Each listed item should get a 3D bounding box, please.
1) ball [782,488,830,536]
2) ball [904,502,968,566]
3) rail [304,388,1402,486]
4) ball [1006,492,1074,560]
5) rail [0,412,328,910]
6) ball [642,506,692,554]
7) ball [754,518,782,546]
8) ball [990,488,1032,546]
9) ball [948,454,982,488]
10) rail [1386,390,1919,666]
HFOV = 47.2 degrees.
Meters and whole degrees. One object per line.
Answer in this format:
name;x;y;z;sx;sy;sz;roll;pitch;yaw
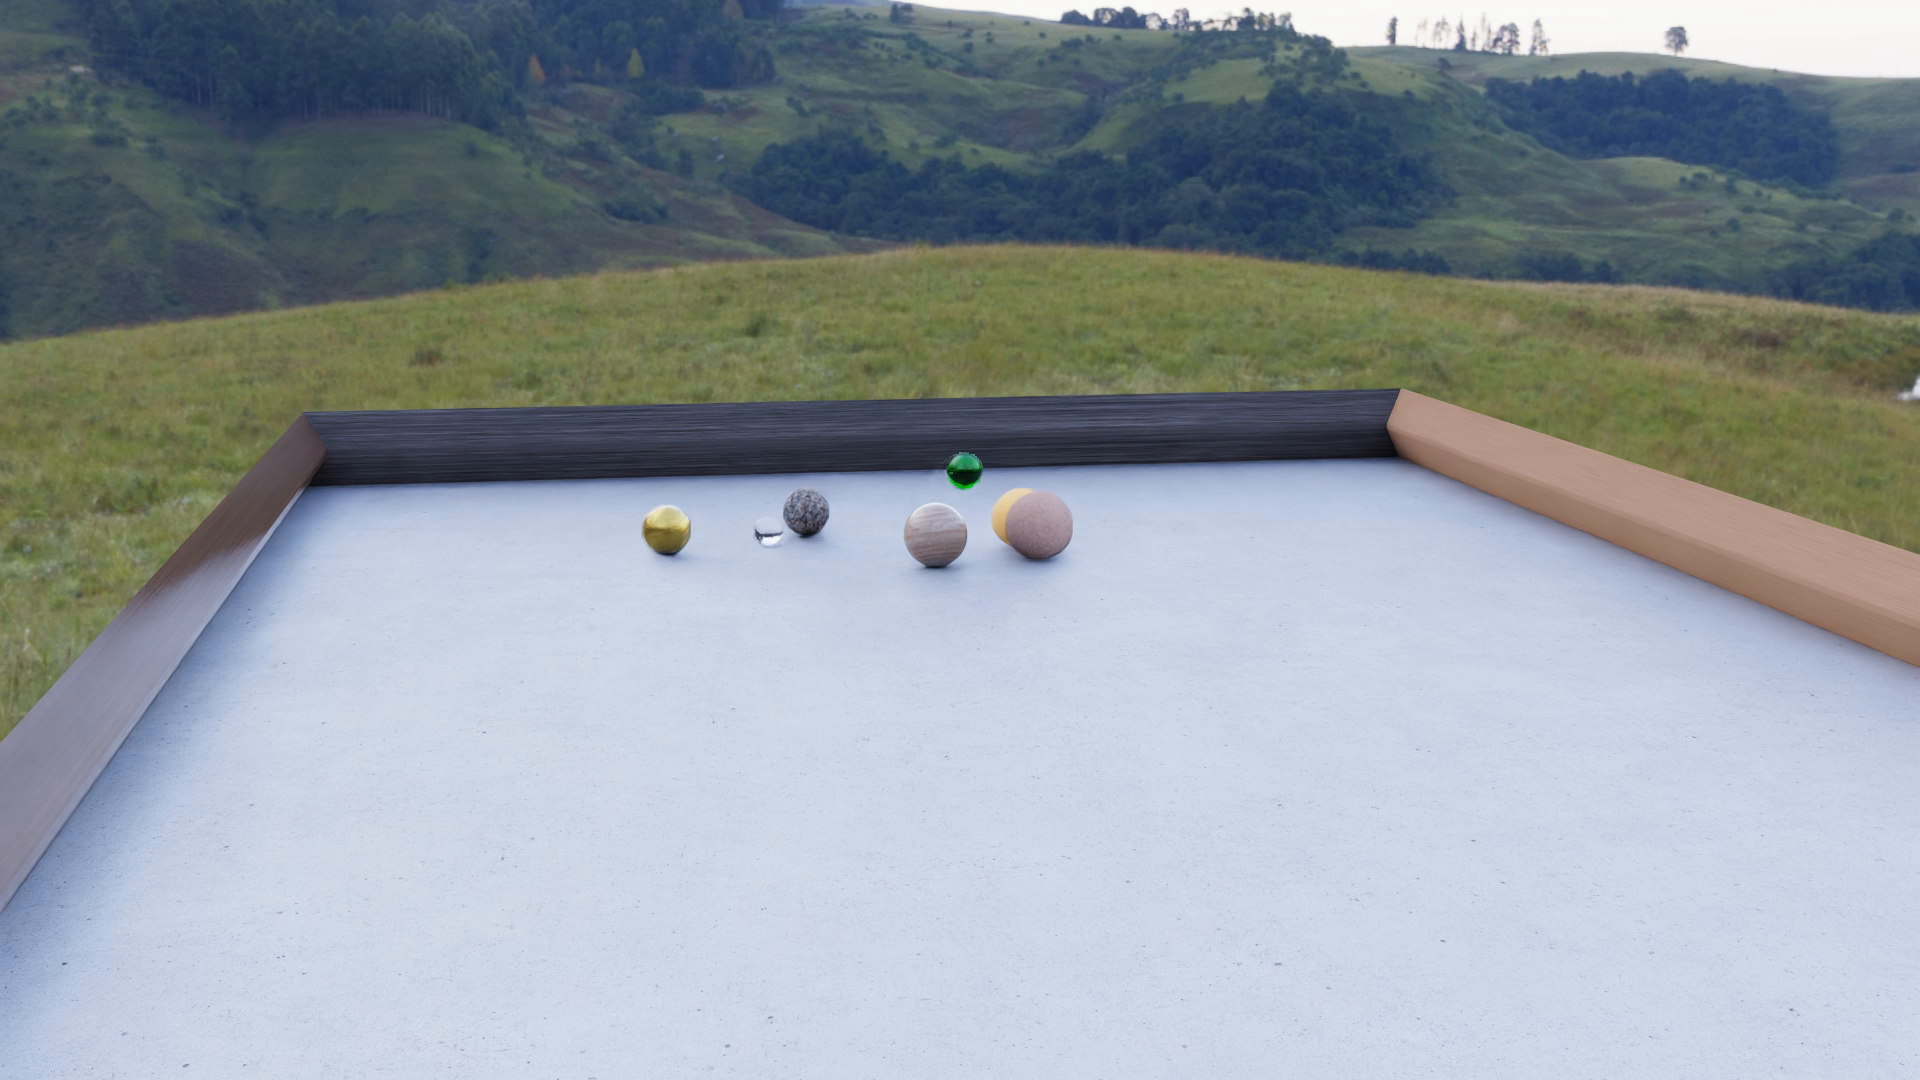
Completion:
ball;-0.238;-0.043;3.404;0.072;0.072;0.072;0;11;0
ball;-0.035;-0.007;3.163;0.092;0.092;0.092;0;11;0
rail;-0.150;-0.188;4.003;2.021;0.130;0.045;-2;11;-10
ball;0.117;-0.021;3.215;0.100;0.100;0.100;0;11;0
rail;-0.818;0.171;2.120;0.045;0.130;3.594;-2;11;-10
ball;-0.433;-0.015;3.254;0.072;0.072;0.072;0;11;0
ball;-0.290;-0.013;3.325;0.042;0.042;0.042;0;11;0
ball;0.091;-0.033;3.305;0.089;0.089;0.089;0;11;0
ball;0.008;-0.120;3.837;0.060;0.060;0.060;0;11;0
rail;1.127;0.108;2.453;0.045;0.130;3.594;-2;11;-10
